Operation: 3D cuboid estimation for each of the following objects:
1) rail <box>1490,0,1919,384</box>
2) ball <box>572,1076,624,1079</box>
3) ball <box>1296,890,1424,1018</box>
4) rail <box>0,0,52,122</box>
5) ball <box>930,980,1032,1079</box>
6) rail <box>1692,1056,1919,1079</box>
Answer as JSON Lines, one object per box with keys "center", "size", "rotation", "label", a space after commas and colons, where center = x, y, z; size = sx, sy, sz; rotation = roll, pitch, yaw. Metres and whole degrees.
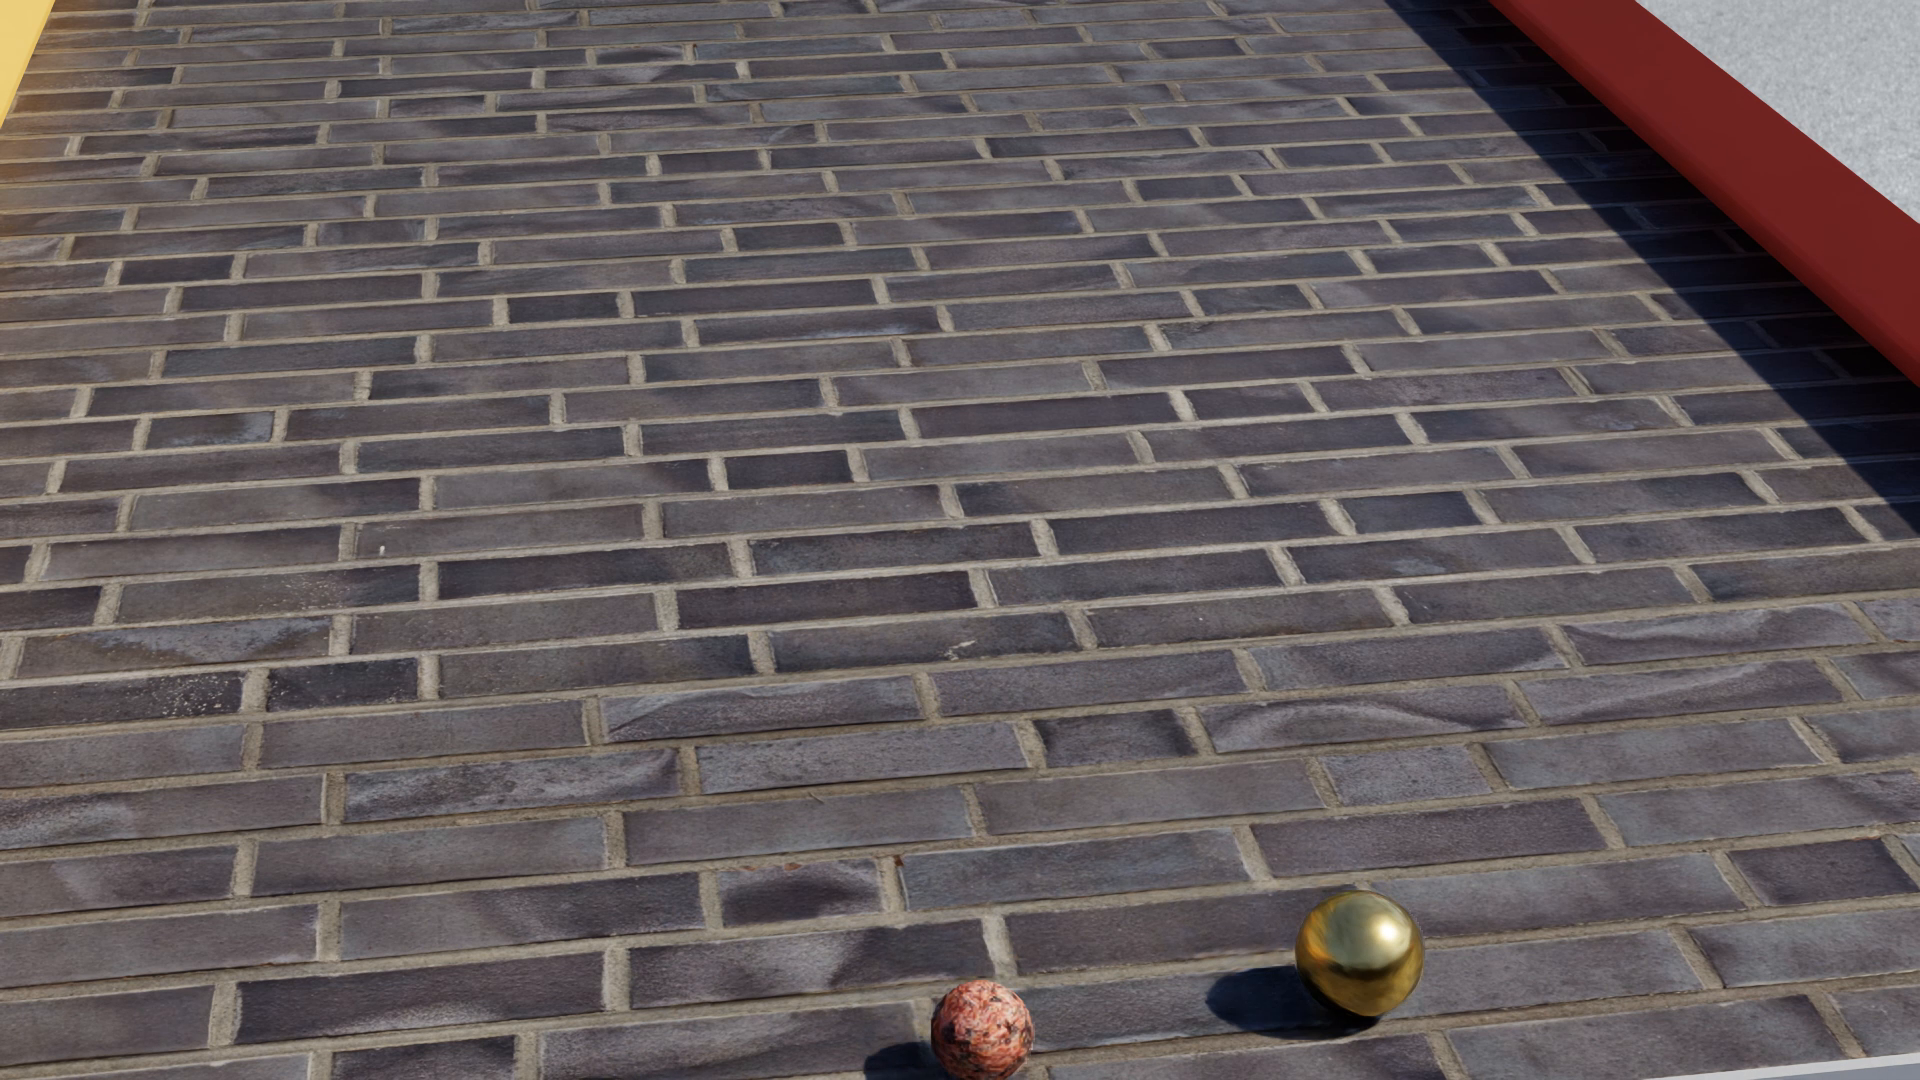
{"center": [0.619, -0.400, 2.652], "size": [0.045, 0.115, 2.927], "rotation": [-4, 27, -8], "label": "rail"}
{"center": [-0.163, 0.284, 1.314], "size": [0.088, 0.088, 0.088], "rotation": [0, 27, 0], "label": "ball"}
{"center": [0.202, 0.210, 1.490], "size": [0.065, 0.065, 0.065], "rotation": [0, 27, 0], "label": "ball"}
{"center": [-0.842, -0.299, 2.450], "size": [0.045, 0.115, 2.927], "rotation": [-4, 27, -8], "label": "rail"}
{"center": [0.010, 0.241, 1.442], "size": [0.050, 0.050, 0.050], "rotation": [0, 27, 0], "label": "ball"}
{"center": [0.108, 0.286, 1.278], "size": [1.526, 0.115, 0.045], "rotation": [-4, 27, -8], "label": "rail"}
